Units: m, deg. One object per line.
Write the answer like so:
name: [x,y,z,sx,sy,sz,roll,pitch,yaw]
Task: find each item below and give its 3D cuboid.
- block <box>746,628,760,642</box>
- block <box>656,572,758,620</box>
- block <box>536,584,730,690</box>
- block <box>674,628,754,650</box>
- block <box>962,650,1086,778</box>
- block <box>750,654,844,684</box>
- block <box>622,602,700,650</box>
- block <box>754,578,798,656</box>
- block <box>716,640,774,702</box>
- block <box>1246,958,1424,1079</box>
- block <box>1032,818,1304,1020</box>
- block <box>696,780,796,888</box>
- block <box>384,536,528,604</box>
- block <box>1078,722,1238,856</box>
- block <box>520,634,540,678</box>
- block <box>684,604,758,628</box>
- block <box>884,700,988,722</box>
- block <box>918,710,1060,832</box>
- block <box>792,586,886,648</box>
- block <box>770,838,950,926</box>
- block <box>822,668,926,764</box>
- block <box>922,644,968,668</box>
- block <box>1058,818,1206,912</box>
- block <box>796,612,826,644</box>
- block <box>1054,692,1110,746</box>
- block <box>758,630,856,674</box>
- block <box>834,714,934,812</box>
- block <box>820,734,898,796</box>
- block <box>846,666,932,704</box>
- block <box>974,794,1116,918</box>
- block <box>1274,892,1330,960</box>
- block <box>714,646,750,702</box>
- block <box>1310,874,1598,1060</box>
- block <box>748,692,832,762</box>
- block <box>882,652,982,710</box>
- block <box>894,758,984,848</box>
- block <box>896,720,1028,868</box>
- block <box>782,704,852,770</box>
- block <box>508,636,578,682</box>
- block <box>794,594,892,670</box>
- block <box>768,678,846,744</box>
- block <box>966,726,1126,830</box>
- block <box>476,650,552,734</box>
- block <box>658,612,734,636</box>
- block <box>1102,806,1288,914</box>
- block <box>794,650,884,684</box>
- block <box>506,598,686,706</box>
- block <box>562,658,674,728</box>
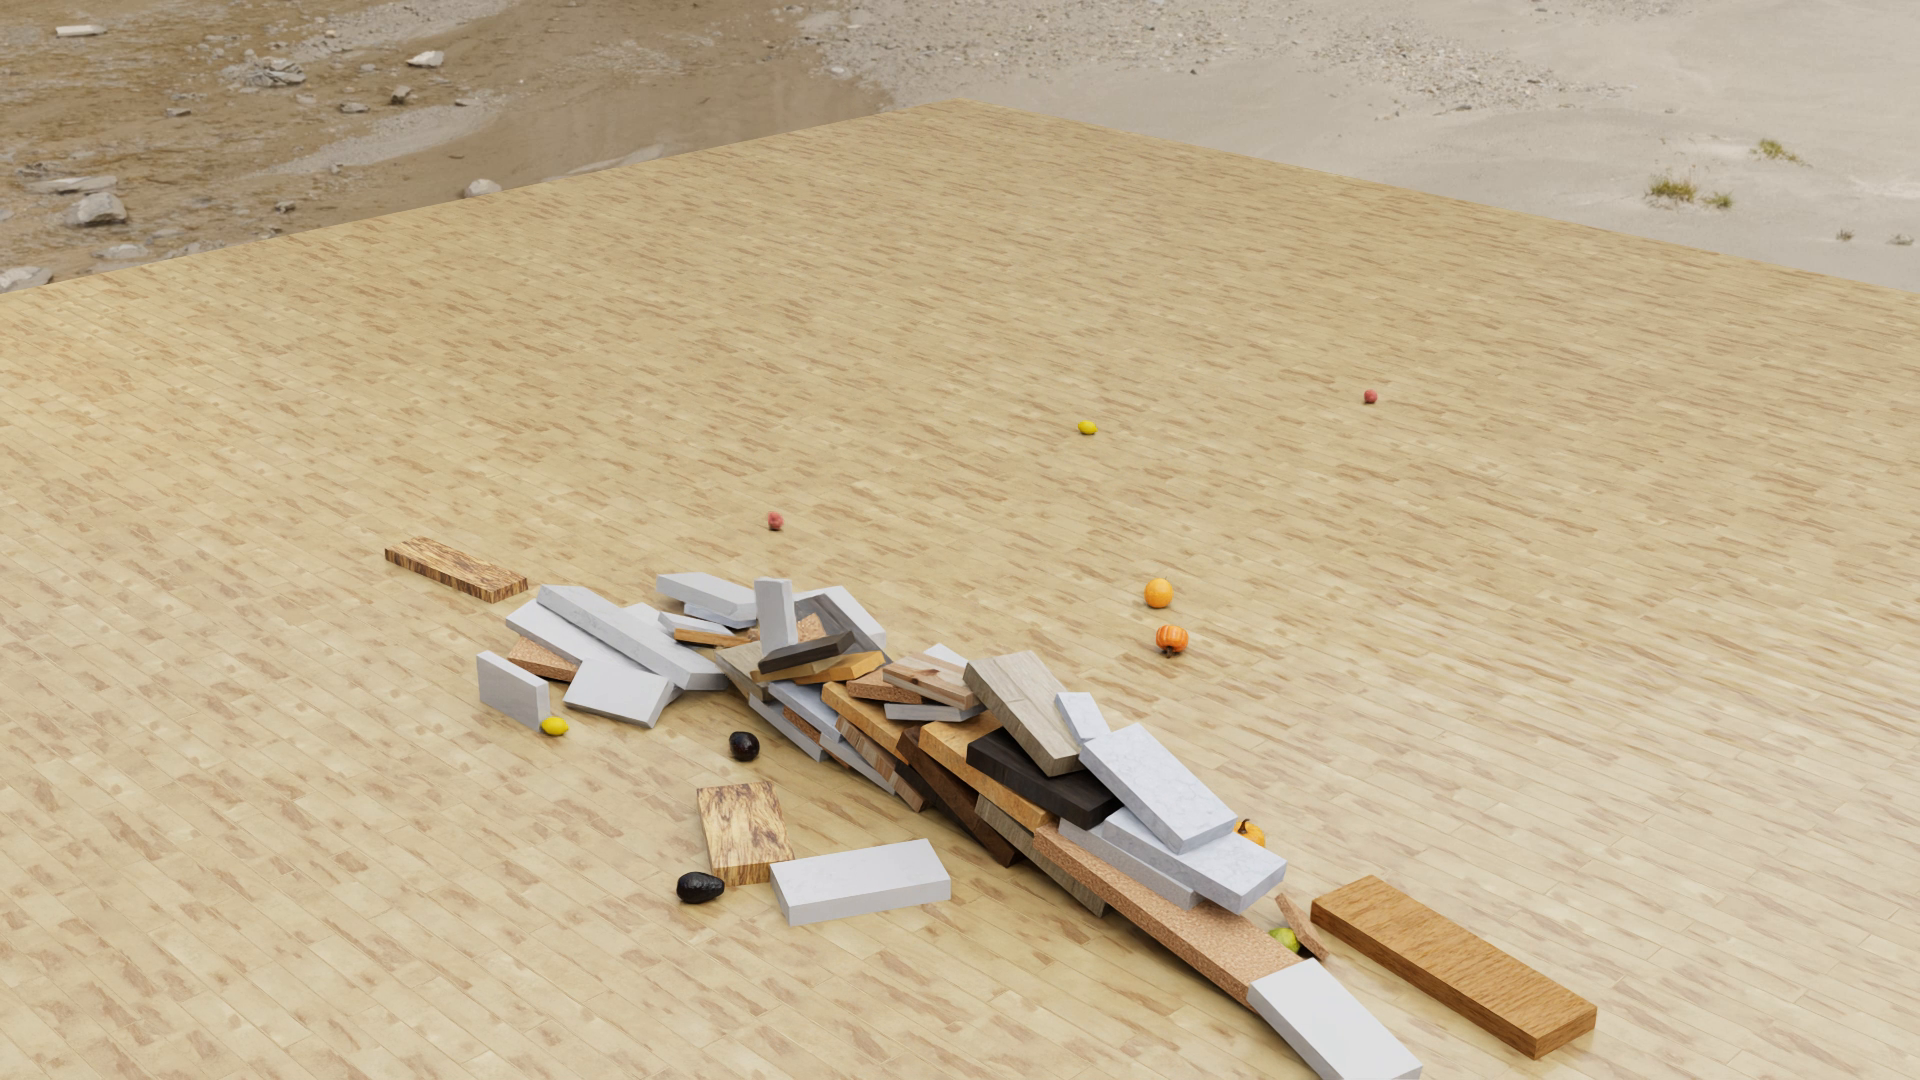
block: [-0.420,0.256,5.086,0.089,0.025,0.177,12,15,-31]
block: [-0.586,0.135,5.329,0.291,0.041,0.145,17,13,39]
block: [-0.748,0.221,5.025,0.493,0.041,0.145,27,11,31]
block: [-0.560,0.233,5.046,0.177,0.025,0.089,8,-10,7]
block: [0.154,0.332,4.252,0.155,0.044,0.310,-8,38,-34]
block: [-0.347,0.264,4.651,0.187,0.027,0.094,-11,12,40]
block: [-0.736,0.217,5.205,0.121,0.034,0.243,-18,29,-37]
block: [-0.397,0.178,4.775,0.027,0.188,0.094,-15,13,-43]
block: [-0.433,0.285,4.832,0.117,0.033,0.235,-14,24,-28]
block: [0.627,0.826,3.695,0.141,0.040,0.283,-14,38,-30]
block: [0.399,0.677,3.992,0.141,0.040,0.630,-18,38,-38]
block: [-0.425,0.578,4.342,0.157,0.044,0.313,-5,23,-11]
block: [-1.274,0.072,5.549,0.425,0.032,0.113,18,29,36]
block: [0.365,0.458,4.072,0.141,0.040,0.283,-17,46,-37]
block: [-0.969,0.252,5.096,0.094,0.027,0.187,-5,33,-12]
block: [-0.573,0.179,5.282,0.163,0.023,0.081,14,12,29]
block: [-0.039,0.331,4.417,0.215,0.030,0.108,-3,13,46]
block: [0.098,0.442,4.296,0.171,0.049,0.343,-19,39,-39]
block: [-0.298,0.193,5.253,0.145,0.041,0.291,-10,25,-22]
block: [-0.190,0.648,4.176,0.313,0.044,0.157,-7,24,-16]
block: [-0.148,0.359,4.537,0.132,0.037,0.265,-22,43,-41]
block: [0.036,0.361,4.719,0.155,0.044,0.502,-29,33,-23]
block: [0.350,0.569,4.089,0.304,0.043,0.152,28,35,33]
block: [-0.337,0.253,4.994,0.089,0.025,0.177,-29,47,3]
block: [0.238,0.343,4.210,0.070,0.020,0.139,2,33,-22]
block: [-0.321,0.235,4.606,0.187,0.027,0.094,-15,10,21]
block: [-0.122,0.439,4.542,0.132,0.037,0.265,-22,56,-42]
block: [-0.182,0.446,4.592,0.206,0.029,0.103,32,38,24]
block: [-0.118,0.297,4.488,0.215,0.030,0.108,3,17,44]
block: [0.210,0.574,4.229,0.171,0.049,0.343,-21,47,-41]
block: [0.624,0.705,4.017,0.020,0.070,0.140,-44,24,8]
block: [-0.457,0.309,4.935,0.117,0.033,0.235,14,14,-31]
block: [0.871,0.754,3.928,0.157,0.044,0.531,-16,28,-33]
block: [-0.335,0.385,4.744,0.117,0.033,0.235,-21,44,-40]
block: [-0.039,0.280,4.382,0.215,0.030,0.108,17,26,37]
block: [0.007,0.504,4.434,0.132,0.037,0.265,-21,47,-41]
block: [0.048,0.485,4.373,0.171,0.049,0.343,-21,56,-41]
block: [-0.268,0.401,4.677,0.206,0.029,0.103,36,40,29]
block: [-0.894,0.267,5.018,0.243,0.034,0.122,11,38,9]
block: [-0.270,0.245,5.053,0.121,0.034,0.382,-15,37,-30]
block: [-0.295,0.344,4.644,0.206,0.029,0.103,34,39,26]
block: [0.175,0.444,4.197,0.304,0.043,0.152,26,34,36]
block: [-0.981,0.333,4.832,0.226,0.113,0.032,21,31,40]
block: [-0.620,0.205,5.159,0.163,0.023,0.081,14,9,-31]
block: [0.428,0.566,4.024,0.304,0.043,0.152,27,34,31]
block: [-0.256,0.268,4.617,0.187,0.027,0.094,-9,13,45]
block: [-0.829,0.257,4.986,0.465,0.027,0.094,26,42,26]
block: [-0.753,0.337,4.849,0.226,0.032,0.113,11,62,25]
